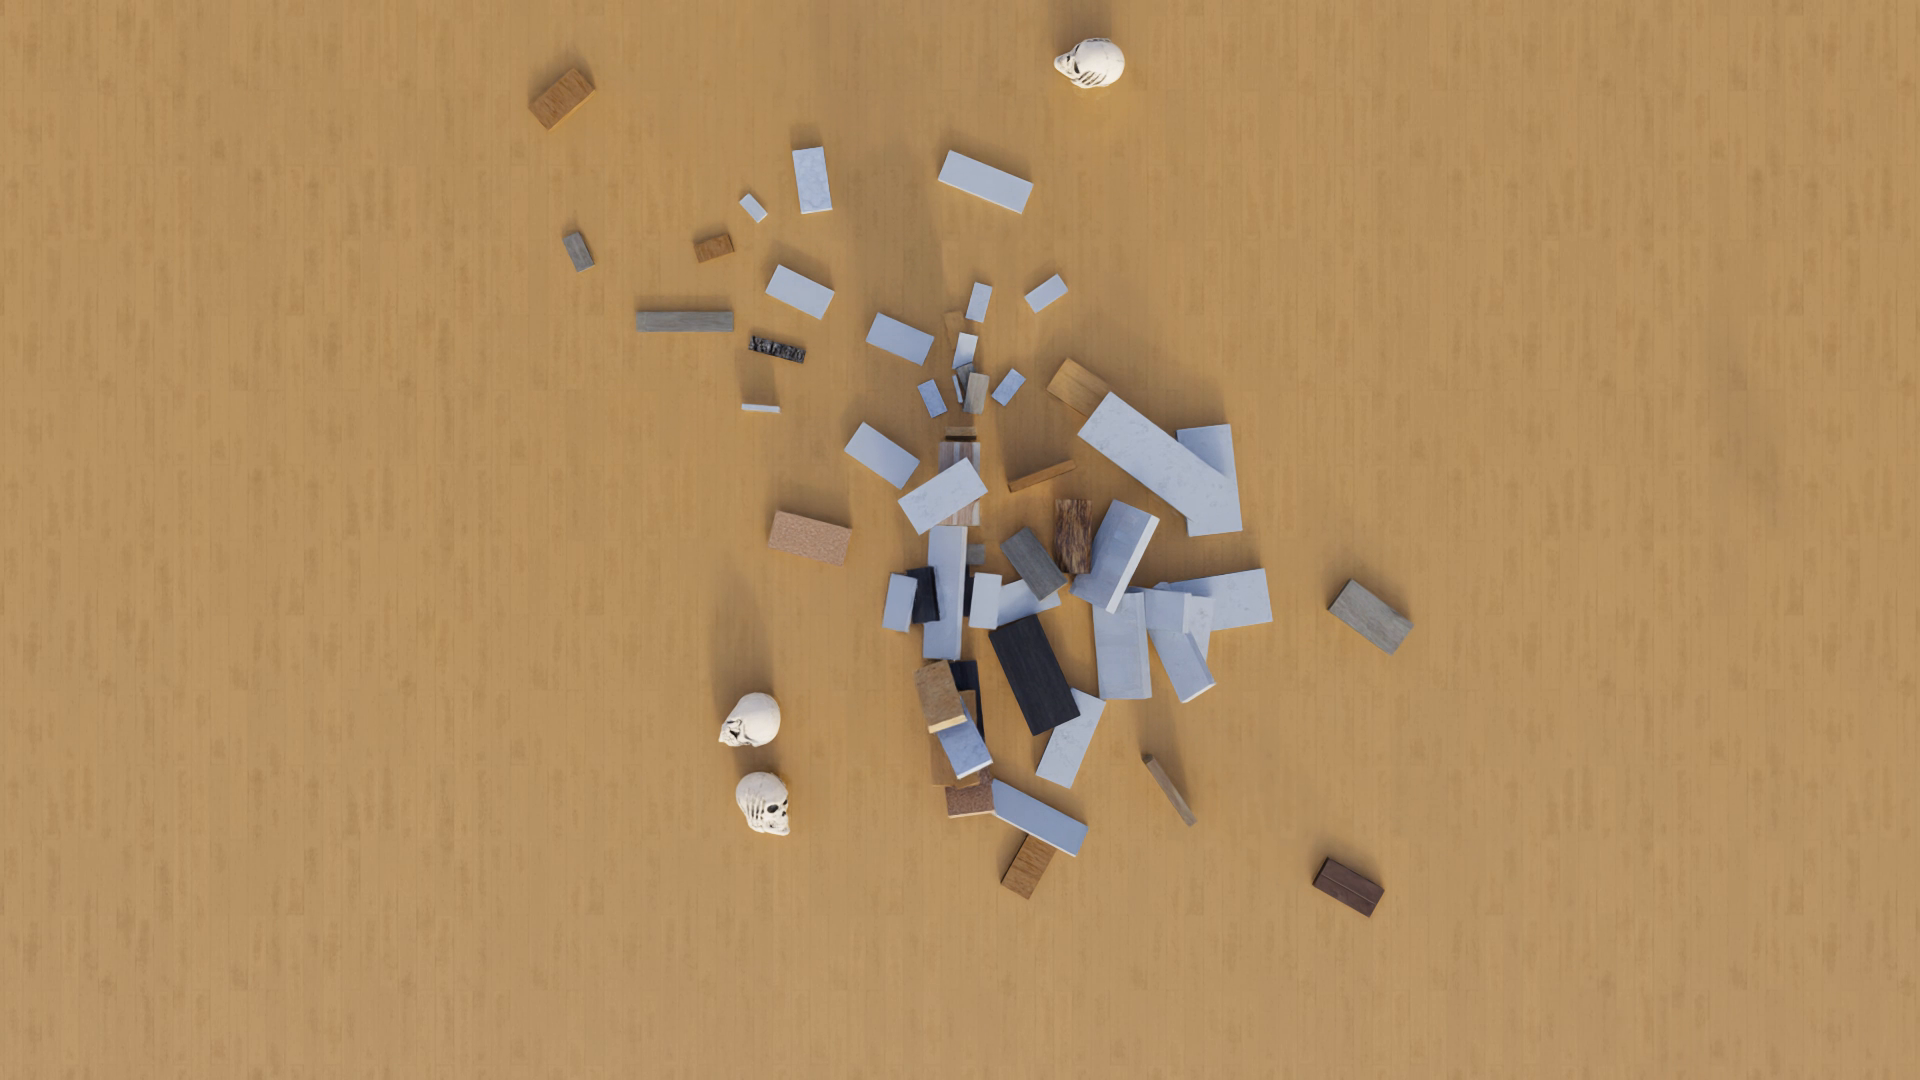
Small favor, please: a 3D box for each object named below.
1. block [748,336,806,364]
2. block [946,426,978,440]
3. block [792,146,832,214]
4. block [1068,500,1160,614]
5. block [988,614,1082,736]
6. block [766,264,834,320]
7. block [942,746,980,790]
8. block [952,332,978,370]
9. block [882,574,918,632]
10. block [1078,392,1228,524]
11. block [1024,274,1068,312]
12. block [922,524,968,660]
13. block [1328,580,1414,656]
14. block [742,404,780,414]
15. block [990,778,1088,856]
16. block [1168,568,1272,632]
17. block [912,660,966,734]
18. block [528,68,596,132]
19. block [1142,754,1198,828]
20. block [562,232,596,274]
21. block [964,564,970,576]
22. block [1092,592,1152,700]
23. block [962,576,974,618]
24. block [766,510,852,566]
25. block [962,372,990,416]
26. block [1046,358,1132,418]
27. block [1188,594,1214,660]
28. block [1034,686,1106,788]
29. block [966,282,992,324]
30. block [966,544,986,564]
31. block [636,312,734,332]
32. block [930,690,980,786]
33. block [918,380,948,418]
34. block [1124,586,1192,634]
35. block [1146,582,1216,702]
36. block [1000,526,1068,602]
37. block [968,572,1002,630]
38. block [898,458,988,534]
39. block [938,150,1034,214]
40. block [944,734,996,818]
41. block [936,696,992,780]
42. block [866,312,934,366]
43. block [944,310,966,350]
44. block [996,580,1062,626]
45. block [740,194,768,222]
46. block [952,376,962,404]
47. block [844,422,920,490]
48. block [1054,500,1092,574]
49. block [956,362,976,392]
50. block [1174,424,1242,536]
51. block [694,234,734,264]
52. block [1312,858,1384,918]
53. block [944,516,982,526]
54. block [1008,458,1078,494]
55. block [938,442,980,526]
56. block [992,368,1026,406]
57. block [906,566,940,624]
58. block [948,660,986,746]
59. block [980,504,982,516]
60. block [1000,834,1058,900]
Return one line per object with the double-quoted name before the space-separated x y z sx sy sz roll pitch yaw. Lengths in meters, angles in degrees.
"block" -0.608 -0.634 5.494 0.186 0.013 0.045 15 90 0
"block" 0.004 -0.349 5.397 0.103 0.205 0.029 0 90 0
"block" -0.491 -1.196 5.485 0.103 0.029 0.206 -8 90 0
"block" 0.505 0.053 5.423 0.172 0.049 0.345 26 90 43
"block" 0.247 0.446 5.454 0.172 0.049 0.365 -24 85 4
"block" -0.532 -0.823 5.485 0.205 0.029 0.103 26 90 0
"block" 0.002 0.716 5.315 0.079 0.022 0.158 -19 75 -2
"block" 0.016 -0.623 5.477 0.061 0.017 0.122 12 101 -5
"block" -0.200 0.209 5.466 0.090 0.026 0.180 11 92 26
"block" 0.633 -0.272 5.429 0.485 0.050 0.178 37 92 2
"block" 0.288 -0.820 5.491 0.133 0.019 0.067 -35 90 0
"block" -0.050 0.172 5.455 0.123 0.035 0.441 3 90 28
"block" 1.364 0.257 5.482 0.257 0.036 0.129 36 90 0
"block" -0.659 -0.436 5.469 0.122 0.061 0.017 5 90 0
"block" 0.247 0.920 5.467 0.355 0.030 0.106 27 70 0
"block" 0.845 0.209 5.475 0.355 0.050 0.178 -9 90 0
"block" -0.068 0.505 5.347 0.123 0.246 0.035 -19 135 1
"block" -1.323 -1.464 5.485 0.206 0.029 0.103 -41 90 0
"block" 0.690 0.824 5.437 0.035 0.125 0.250 -35 90 0
"block" -1.270 -0.957 5.491 0.061 0.017 0.122 -25 90 0
"block" -0.001 0.150 5.491 0.067 0.019 0.134 -2 90 0
"block" 0.532 0.349 5.427 0.172 0.049 0.345 -5 90 39
"block" 0.009 0.187 5.471 0.067 0.019 0.134 6 91 0
"block" -0.499 -0.005 5.482 0.257 0.036 0.129 15 90 0
"block" 0.053 -0.486 5.471 0.067 0.019 0.133 10 100 -6
"block" 0.427 -0.481 5.482 0.257 0.036 0.128 34 90 0
"block" 0.758 0.306 5.431 0.125 0.035 0.250 7 96 -2
"block" 0.368 0.657 5.482 0.125 0.035 0.313 23 90 0
"block" 0.063 -0.790 5.491 0.061 0.017 0.122 15 90 0
"block" 0.016 0.046 5.491 0.134 0.019 0.067 1 90 0
"block" -0.915 -0.726 5.491 0.321 0.019 0.067 0 90 0
"block" -0.020 0.646 5.370 0.153 0.043 0.305 -2 75 2
"block" -0.092 -0.471 5.492 0.058 0.016 0.116 -24 90 0
"block" 0.635 0.225 5.393 0.257 0.036 0.128 6 94 42
"block" 0.699 0.333 5.384 0.129 0.036 0.378 -39 65 35
"block" 0.244 0.081 5.455 0.116 0.033 0.231 -36 76 -2
"block" 0.083 0.201 5.450 0.090 0.026 0.180 6 90 -4
"block" -0.054 -0.138 5.184 0.256 0.036 0.128 -32 90 0
"block" 0.086 -1.190 5.485 0.301 0.029 0.103 22 90 0
"block" 0.020 0.751 5.426 0.153 0.043 0.305 -7 71 0
"block" -0.002 0.633 5.304 0.123 0.035 0.246 -25 62 -4
"block" -0.199 -0.667 5.485 0.205 0.029 0.103 24 90 0
"block" -0.011 -0.698 5.491 0.061 0.017 0.122 -13 90 0
"block" 0.202 0.196 5.483 0.243 0.034 0.122 -19 90 0
"block" -0.688 -1.106 5.494 0.045 0.013 0.091 -42 90 0
"block" -0.008 -0.500 5.477 0.013 0.045 0.091 -14 90 0
"block" -0.258 -0.279 5.484 0.231 0.033 0.116 34 90 0
"block" 0.374 -0.012 5.451 0.121 0.034 0.243 1 90 36
"block" 0.034 -0.526 5.480 0.058 0.016 0.116 -23 102 0
"block" 0.825 -0.198 5.475 0.178 0.050 0.356 -7 90 0
"block" -0.820 -0.969 5.491 0.122 0.017 0.061 -19 90 0
"block" 1.291 1.155 5.485 0.212 0.030 0.106 30 90 0
"block" 0.006 -0.063 5.378 0.122 0.243 0.034 2 90 0
"block" 0.271 -0.211 5.442 0.231 0.116 0.033 -21 90 0
"block" -0.003 -0.179 5.220 0.131 0.037 0.261 1 90 0
"block" 0.161 -0.508 5.492 0.058 0.016 0.116 38 90 0
"block" -0.123 0.183 5.460 0.090 0.026 0.180 -10 84 28
"block" -0.005 0.557 5.437 0.153 0.043 0.305 -6 75 1
"block" 0.005 -0.099 5.369 0.130 0.261 0.037 2 90 0
"block" 0.233 1.076 5.485 0.106 0.030 0.212 29 90 0
